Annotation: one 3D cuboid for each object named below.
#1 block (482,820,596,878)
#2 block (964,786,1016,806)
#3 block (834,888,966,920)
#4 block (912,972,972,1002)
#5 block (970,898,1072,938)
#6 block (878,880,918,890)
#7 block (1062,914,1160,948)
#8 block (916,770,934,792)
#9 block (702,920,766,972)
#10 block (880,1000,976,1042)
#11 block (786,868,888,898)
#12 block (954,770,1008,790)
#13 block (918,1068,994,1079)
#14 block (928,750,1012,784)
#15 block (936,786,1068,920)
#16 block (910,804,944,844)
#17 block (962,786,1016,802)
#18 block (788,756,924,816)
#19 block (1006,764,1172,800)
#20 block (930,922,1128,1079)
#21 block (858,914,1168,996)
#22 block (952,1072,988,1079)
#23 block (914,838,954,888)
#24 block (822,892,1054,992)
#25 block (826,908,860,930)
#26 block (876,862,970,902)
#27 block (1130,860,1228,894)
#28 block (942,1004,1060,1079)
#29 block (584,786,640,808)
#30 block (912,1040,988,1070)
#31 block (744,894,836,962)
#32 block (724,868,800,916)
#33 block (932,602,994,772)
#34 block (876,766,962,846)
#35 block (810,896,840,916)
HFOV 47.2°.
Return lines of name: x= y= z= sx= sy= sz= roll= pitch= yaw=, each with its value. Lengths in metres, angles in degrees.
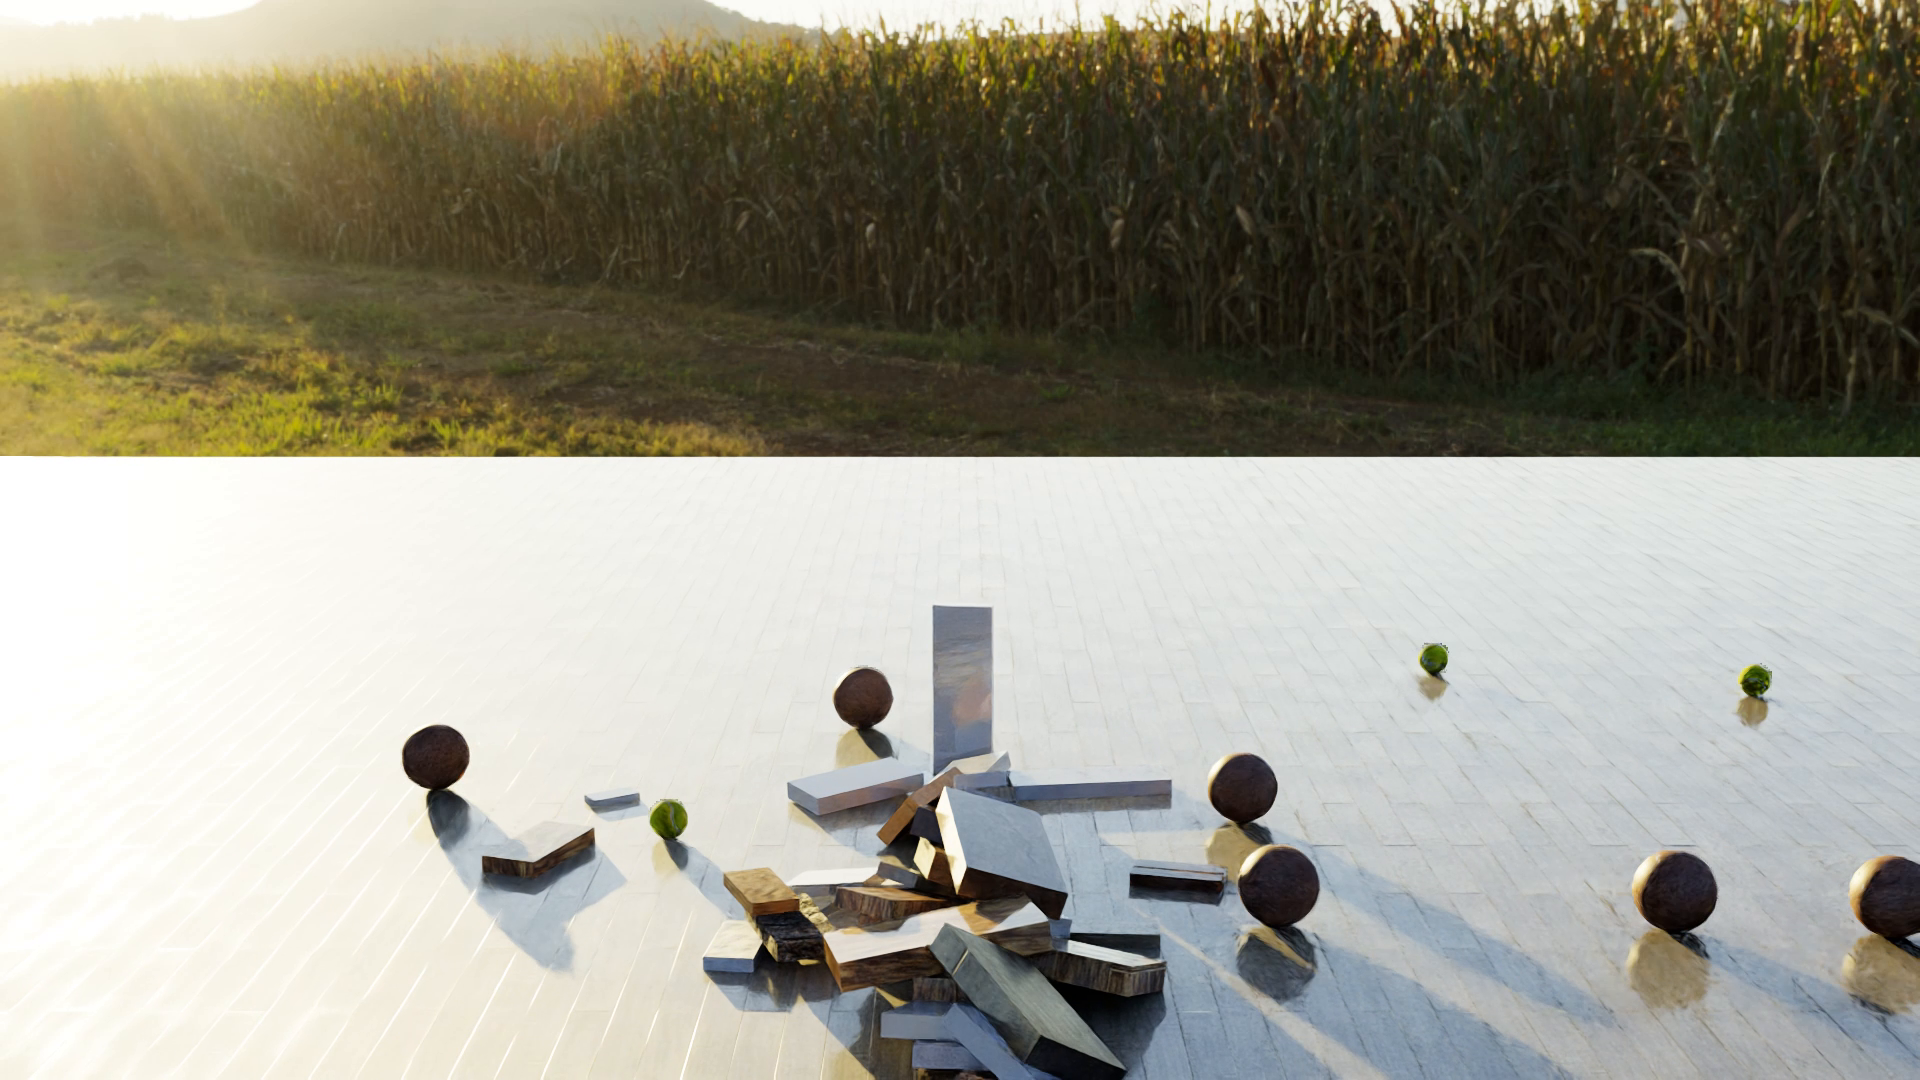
block: x=-0.737 y=0.541 z=3.853 sx=0.103 sy=0.029 sz=0.206 roll=4 pitch=11 yaw=20
block: x=0.041 y=0.481 z=3.862 sx=0.091 sy=0.026 sz=0.183 roll=18 pitch=-21 yaw=0
block: x=-0.088 y=0.549 z=3.320 sx=0.102 sy=0.029 sz=0.203 roll=7 pitch=-4 yaw=33
block: x=-0.003 y=0.636 z=3.173 sx=0.113 sy=0.032 sz=0.227 roll=1 pitch=-5 yaw=3
block: x=0.092 y=0.587 z=3.438 sx=0.102 sy=0.029 sz=0.203 roll=11 pitch=-4 yaw=-16
block: x=-0.109 y=0.573 z=3.643 sx=0.143 sy=0.020 sz=0.072 roll=1 pitch=1 yaw=-24
block: x=0.237 y=0.617 z=3.465 sx=0.156 sy=0.022 sz=0.078 roll=1 pitch=11 yaw=4
block: x=-0.074 y=0.469 z=4.284 sx=0.047 sy=0.013 sz=0.094 roll=-3 pitch=11 yaw=-18
block: x=-0.342 y=0.628 z=3.403 sx=0.078 sy=0.022 sz=0.156 roll=1 pitch=11 yaw=6
block: x=-0.017 y=0.655 z=3.020 sx=0.113 sy=0.032 sz=0.227 roll=0 pitch=-5 yaw=18
block: x=-0.205 y=0.560 z=3.590 sx=0.154 sy=0.022 sz=0.077 roll=-7 pitch=7 yaw=28
block: x=0.035 y=0.450 z=3.977 sx=0.091 sy=0.026 sz=0.183 roll=-5 pitch=-16 yaw=-2
block: x=-0.007 y=0.728 z=2.848 sx=0.100 sy=0.028 sz=0.201 roll=0 pitch=11 yaw=2
block: x=0.010 y=0.459 z=4.202 sx=0.117 sy=0.033 sz=0.233 roll=-13 pitch=6 yaw=19
block: x=0.061 y=0.479 z=3.391 sx=0.160 sy=0.045 sz=0.320 roll=16 pitch=13 yaw=-10
block: x=0.006 y=0.493 z=3.702 sx=0.160 sy=0.045 sz=0.320 roll=17 pitch=-5 yaw=3
block: x=0.032 y=0.477 z=3.977 sx=0.091 sy=0.026 sz=0.183 roll=0 pitch=-16 yaw=-17
block: x=-0.199 y=0.468 z=4.193 sx=0.233 sy=0.033 sz=0.117 roll=-10 pitch=16 yaw=-32
block: x=0.247 y=0.468 z=4.246 sx=0.308 sy=0.029 sz=0.103 roll=-2 pitch=11 yaw=-8
block: x=0.087 y=0.622 z=2.922 sx=0.152 sy=0.043 sz=0.303 roll=29 pitch=5 yaw=-30
block: x=0.075 y=0.610 z=3.283 sx=0.440 sy=0.043 sz=0.152 roll=8 pitch=-4 yaw=25
block: x=-0.003 y=0.720 z=2.726 sx=0.100 sy=0.028 sz=0.201 roll=8 pitch=12 yaw=28
block: x=0.019 y=0.531 z=3.530 sx=0.160 sy=0.045 sz=0.320 roll=18 pitch=-4 yaw=-4
block: x=-0.034 y=0.573 z=3.139 sx=0.303 sy=0.043 sz=0.152 roll=-9 pitch=8 yaw=-11
block: x=-0.167 y=0.608 z=3.516 sx=0.072 sy=0.020 sz=0.143 roll=6 pitch=12 yaw=29
block: x=-0.055 y=0.542 z=3.487 sx=0.078 sy=0.022 sz=0.156 roll=13 pitch=-8 yaw=37
block: x=0.370 y=0.569 z=3.722 sx=0.154 sy=0.022 sz=0.077 roll=3 pitch=11 yaw=15
block: x=0.087 y=0.676 z=2.803 sx=0.227 sy=0.032 sz=0.113 roll=35 pitch=6 yaw=40
block: x=-0.661 y=0.488 z=4.180 sx=0.094 sy=0.013 sz=0.047 roll=-7 pitch=13 yaw=-34
block: x=-0.004 y=0.682 z=2.960 sx=0.100 sy=0.028 sz=0.201 roll=1 pitch=-4 yaw=5
block: x=-0.261 y=0.601 z=3.416 sx=0.102 sy=0.029 sz=0.203 roll=-2 pitch=11 yaw=-19
block: x=-0.317 y=0.559 z=3.496 sx=0.077 sy=0.022 sz=0.154 roll=-3 pitch=12 yaw=-23
block: x=0.007 y=0.293 z=4.338 sx=0.117 sy=0.340 sz=0.033 roll=1 pitch=11 yaw=8
block: x=-0.069 y=0.481 z=3.988 sx=0.029 sy=0.103 sz=0.206 roll=44 pitch=23 yaw=10
block: x=-0.246 y=0.598 z=3.571 sx=0.072 sy=0.020 sz=0.143 roll=4 pitch=11 yaw=22
